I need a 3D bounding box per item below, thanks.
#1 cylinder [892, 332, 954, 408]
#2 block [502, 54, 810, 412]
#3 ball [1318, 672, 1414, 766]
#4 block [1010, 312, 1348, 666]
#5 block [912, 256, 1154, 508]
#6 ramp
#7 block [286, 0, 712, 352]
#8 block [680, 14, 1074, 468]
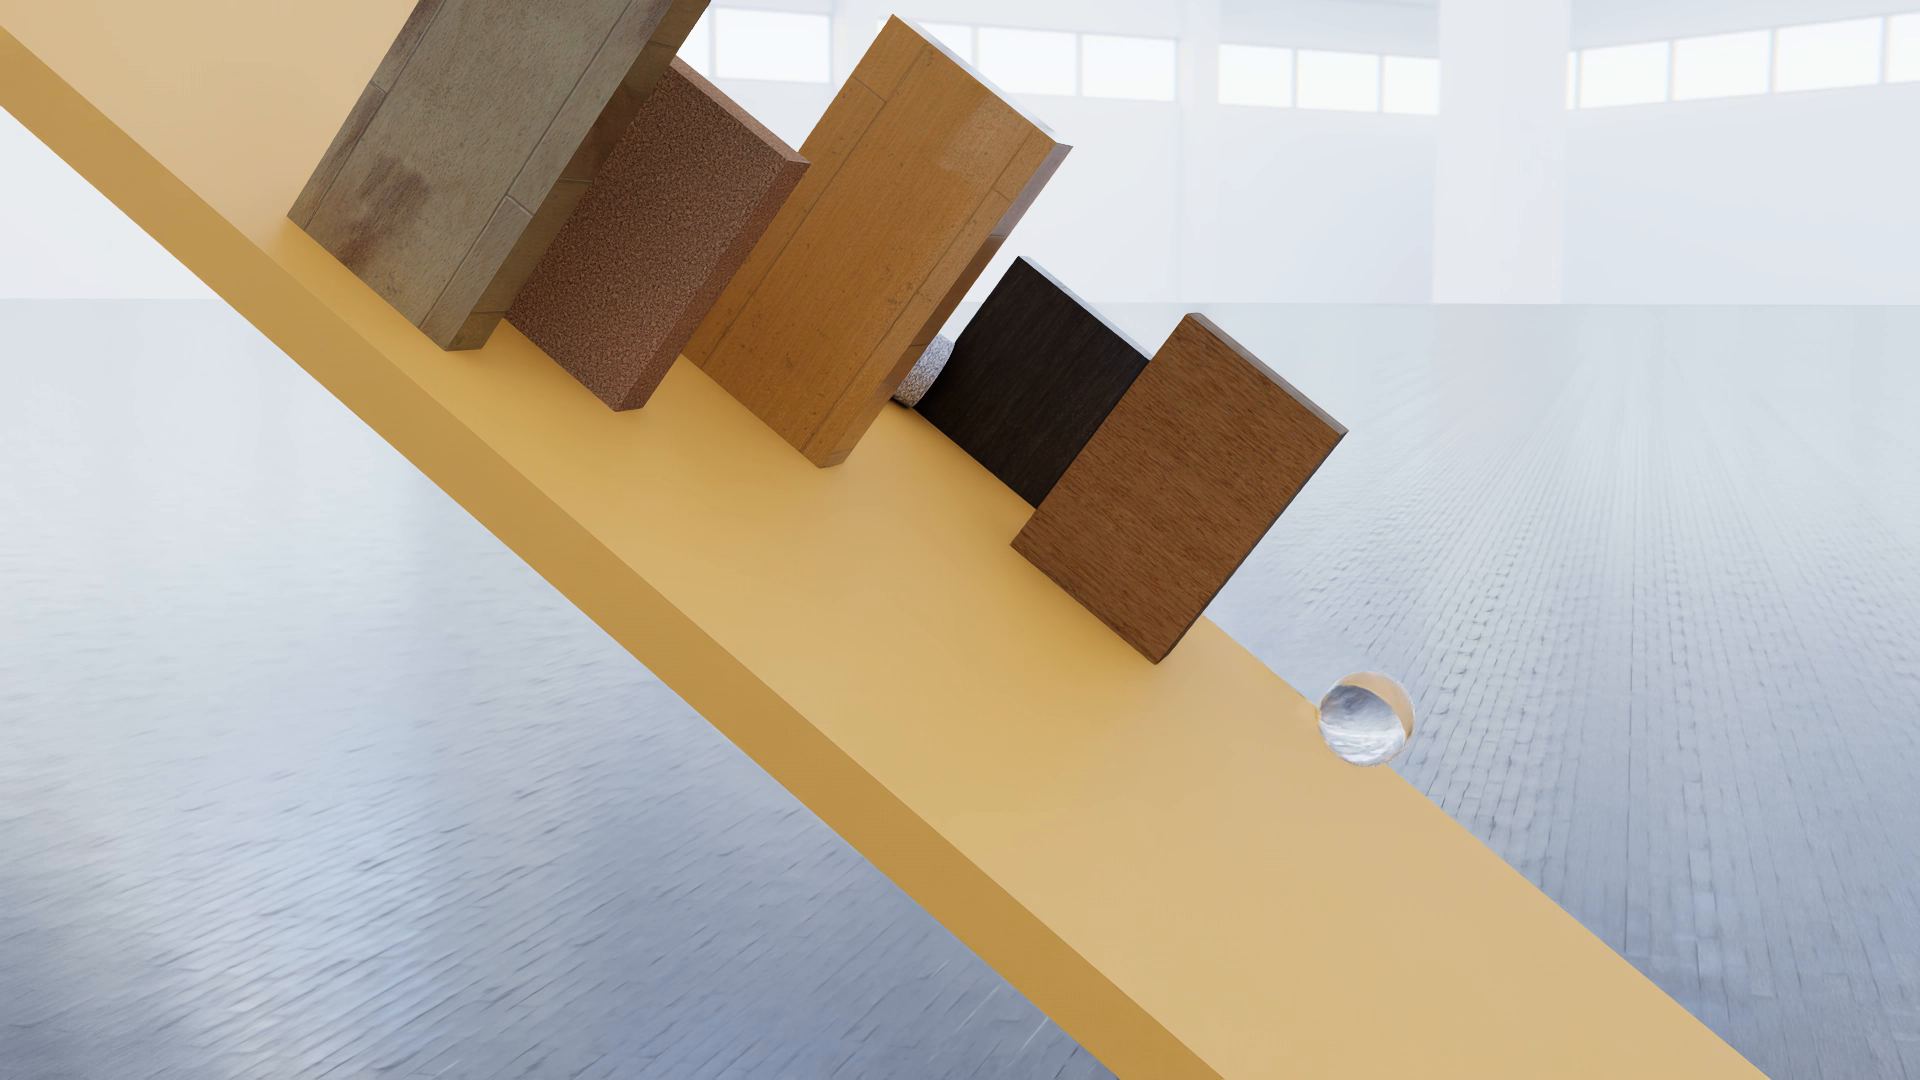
[{"bbox_3d":[-0.134,-0.407,4.785,0.176,0.176,0.176,34,1,-11],"label":"cylinder"},{"bbox_3d":[-0.535,-0.520,3.633,0.342,0.509,0.106,40,16,9],"label":"block"},{"bbox_3d":[0.857,0.377,4.642,0.200,0.200,0.200,0,7,0],"label":"ball"},{"bbox_3d":[0.433,-0.103,4.381,0.379,0.587,0.134,40,16,9],"label":"block"},{"bbox_3d":[0.168,-0.336,4.795,0.393,0.410,0.082,40,16,9],"label":"block"},{"bbox_3d":[-0.042,0.099,4.059,4.000,0.100,2.000,40,16,9],"label":"ramp"},{"bbox_3d":[-0.680,-0.699,3.349,0.342,0.769,0.114,40,16,9],"label":"block"},{"bbox_3d":[-0.171,-0.542,4.050,0.381,0.739,0.126,40,16,9],"label":"block"}]
